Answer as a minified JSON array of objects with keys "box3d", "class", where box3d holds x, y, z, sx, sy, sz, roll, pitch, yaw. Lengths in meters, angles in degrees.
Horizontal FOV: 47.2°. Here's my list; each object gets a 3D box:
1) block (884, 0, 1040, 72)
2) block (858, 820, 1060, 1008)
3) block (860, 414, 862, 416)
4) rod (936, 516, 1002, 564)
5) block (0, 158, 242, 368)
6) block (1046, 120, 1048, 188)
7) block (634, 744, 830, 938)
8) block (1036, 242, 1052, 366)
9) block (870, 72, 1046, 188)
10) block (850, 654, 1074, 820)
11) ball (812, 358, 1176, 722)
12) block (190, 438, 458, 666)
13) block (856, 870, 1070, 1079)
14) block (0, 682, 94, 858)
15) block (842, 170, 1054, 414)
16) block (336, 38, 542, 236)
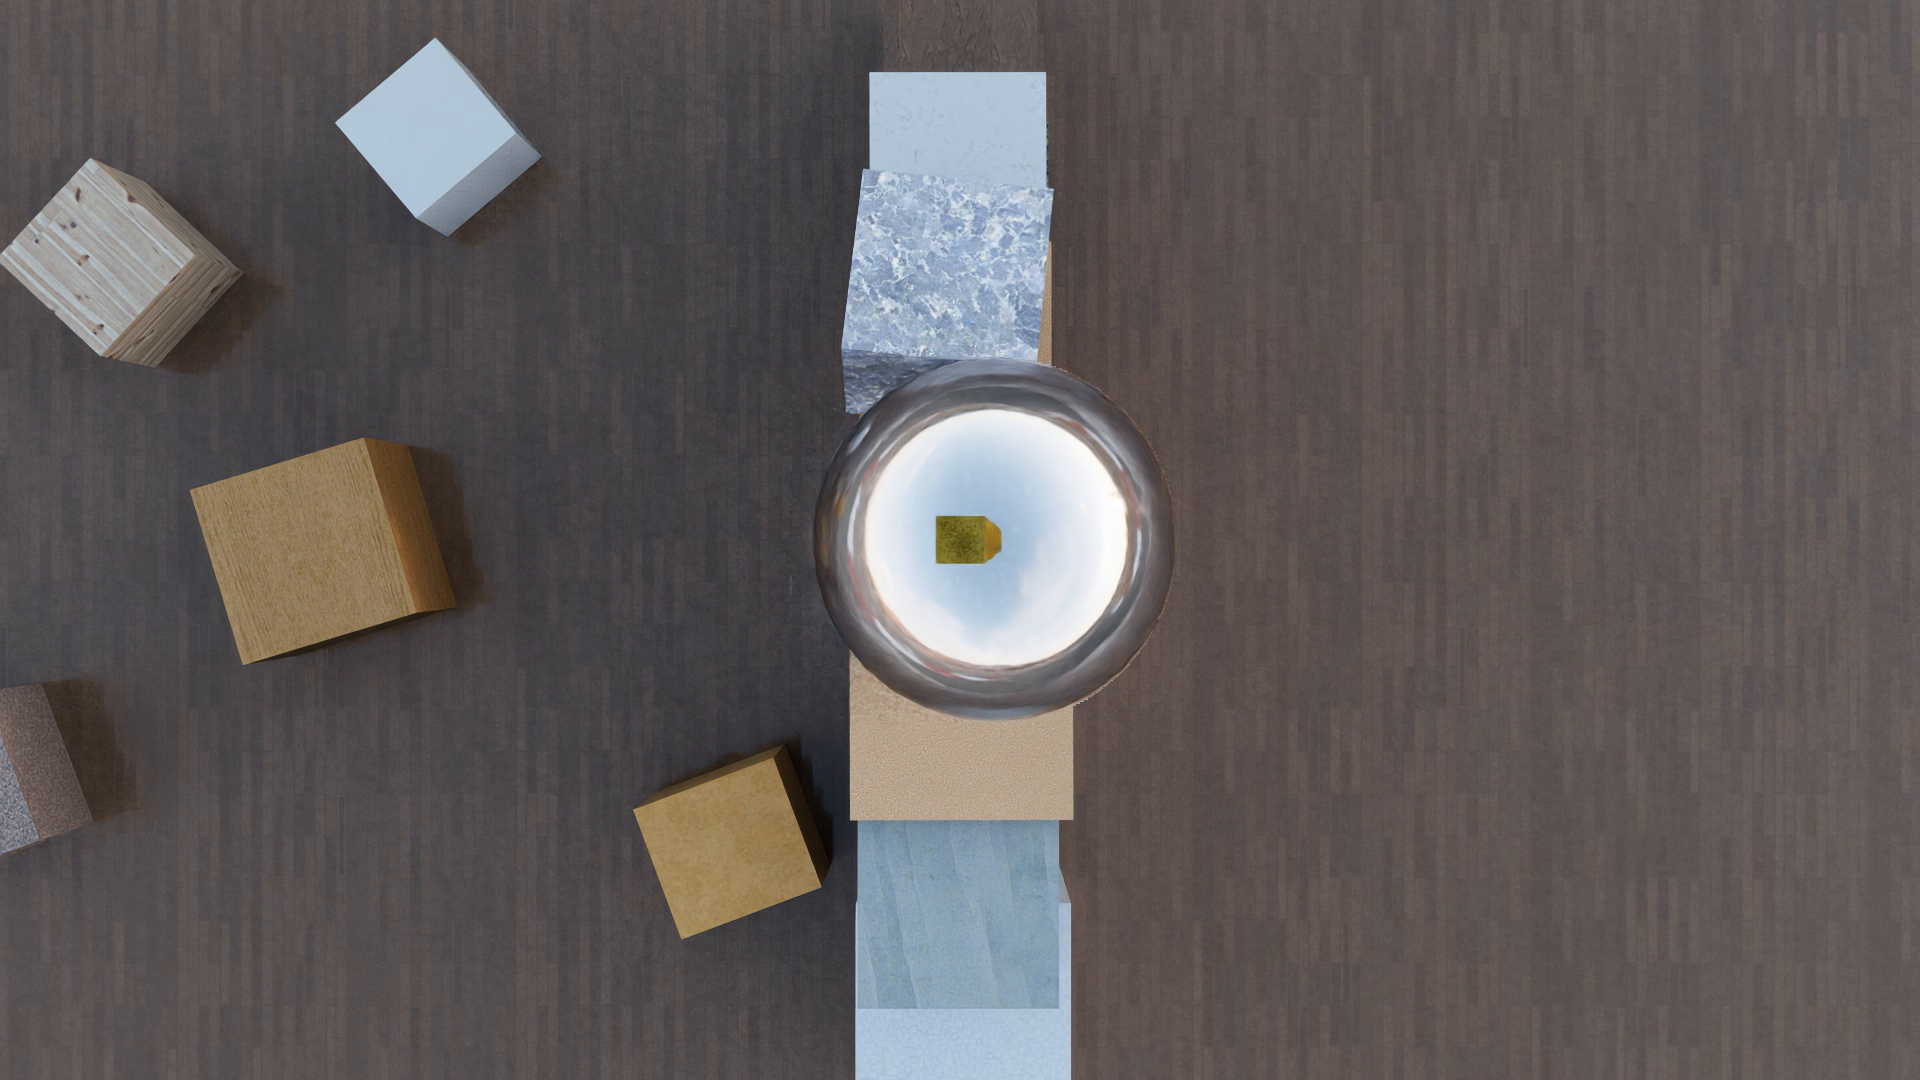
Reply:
[{"box3d":[0.011,-2.695,12.532,0.854,0.937,0.854,0,90,0],"class":"block"},{"box3d":[-0.008,1.849,11.333,0.995,0.921,0.951,0,89,0],"class":"block"},{"box3d":[0.018,-0.103,11.268,1.008,1.059,1.030,0,87,0],"class":"block"},{"box3d":[0.065,0.000,6.269,0.080,5.200,0.080,0,90,1],"class":"rod"},{"box3d":[-4.788,-1.567,12.589,0.789,0.822,0.766,43,90,0],"class":"block"},{"box3d":[0.001,-1.692,12.417,0.949,1.166,1.133,0,90,0],"class":"block"},{"box3d":[-1.288,1.709,12.590,0.828,0.820,0.766,-20,90,0],"class":"block"},{"box3d":[0.018,-1.057,11.393,0.874,0.877,0.852,0,90,0],"class":"block"},{"box3d":[-0.010,-1.916,11.433,0.884,0.802,0.860,0,90,0],"class":"block"},{"box3d":[0.007,0.901,11.258,1.088,1.075,0.929,0,90,0],"class":"block"},{"box3d":[0.150,0.000,9.668,1.600,1.600,1.600,0,90,0],"class":"ball"},{"box3d":[-3.593,0.062,12.515,0.993,0.969,1.002,-17,90,0],"class":"block"},{"box3d":[0.017,2.535,12.396,1.154,1.207,1.174,0,90,0],"class":"block"},{"box3d":[-5.660,1.402,12.619,0.821,0.762,0.881,-21,90,0],"class":"block"},{"box3d":[-0.063,-1.115,10.397,0.876,0.926,0.873,6,75,0],"class":"block"},{"box3d":[-2.975,-2.295,12.623,0.732,0.754,0.697,-40,90,0],"class":"block"}]
